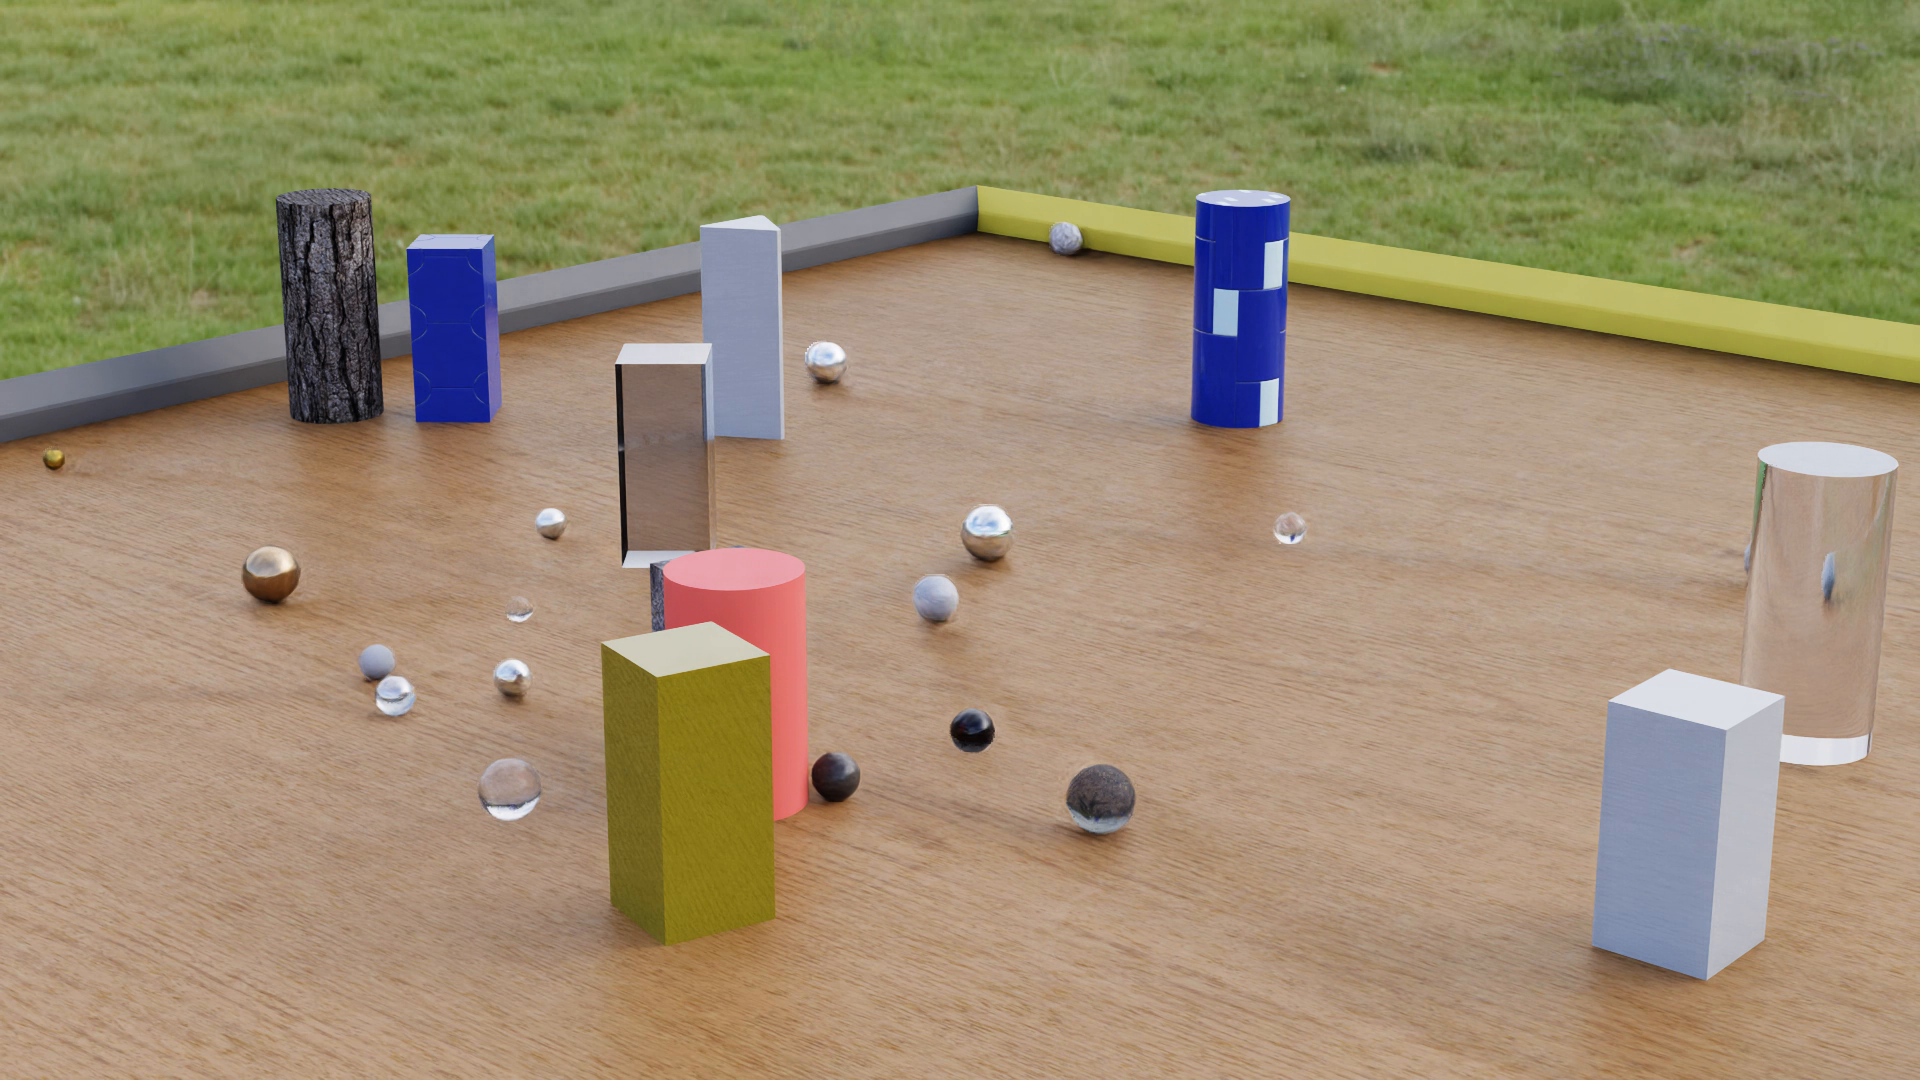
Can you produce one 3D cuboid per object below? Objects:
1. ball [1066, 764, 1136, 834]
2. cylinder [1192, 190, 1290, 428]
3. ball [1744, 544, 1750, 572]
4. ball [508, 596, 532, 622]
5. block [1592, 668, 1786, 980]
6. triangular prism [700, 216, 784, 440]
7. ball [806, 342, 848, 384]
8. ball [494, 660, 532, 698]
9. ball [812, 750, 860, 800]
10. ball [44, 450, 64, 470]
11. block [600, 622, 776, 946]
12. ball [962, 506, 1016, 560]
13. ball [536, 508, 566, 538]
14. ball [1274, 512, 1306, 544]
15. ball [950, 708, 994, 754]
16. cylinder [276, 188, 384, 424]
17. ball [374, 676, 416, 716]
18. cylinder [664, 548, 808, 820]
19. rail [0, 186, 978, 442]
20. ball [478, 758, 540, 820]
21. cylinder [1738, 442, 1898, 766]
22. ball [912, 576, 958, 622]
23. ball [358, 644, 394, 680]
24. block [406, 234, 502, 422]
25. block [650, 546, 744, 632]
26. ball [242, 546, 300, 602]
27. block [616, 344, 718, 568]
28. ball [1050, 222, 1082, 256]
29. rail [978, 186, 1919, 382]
[{"bbox_3d":[0.197,0.361,4.089,0.097,0.097,0.097,0,17,0],"label":"ball"},{"bbox_3d":[0.599,-0.495,6.274,0.200,0.477,0.200,0,17,0],"label":"cylinder"},{"bbox_3d":[1.431,0.036,5.183,0.089,0.089,0.089,0,17,0],"label":"ball"},{"bbox_3d":[-0.749,0.118,4.990,0.043,0.043,0.043,0,17,0],"label":"ball"},{"bbox_3d":[0.918,0.356,3.700,0.160,0.331,0.160,14,22,39],"label":"block"},{"bbox_3d":[-0.437,-0.451,6.183,0.173,0.445,0.150,4,17,13],"label":"triangular prism"},{"bbox_3d":[-0.301,-0.401,6.623,0.094,0.094,0.094,0,17,0],"label":"ball"},{"bbox_3d":[-0.705,0.218,4.627,0.060,0.060,0.060,0,17,0],"label":"ball"},{"bbox_3d":[-0.178,0.338,4.210,0.071,0.071,0.071,0,17,0],"label":"ball"},{"bbox_3d":[-1.830,-0.163,5.923,0.042,0.042,0.042,0,17,0],"label":"ball"},{"bbox_3d":[-0.350,0.312,3.789,0.160,0.363,0.160,-10,20,-31],"label":"block"},{"bbox_3d":[0.052,-0.013,5.326,0.100,0.100,0.100,0,17,0],"label":"ball"},{"bbox_3d":[-0.761,-0.031,5.461,0.057,0.057,0.057,0,17,0],"label":"ball"},{"bbox_3d":[0.610,-0.021,5.422,0.060,0.060,0.060,0,17,0],"label":"ball"},{"bbox_3d":[0.019,0.286,4.391,0.067,0.067,0.067,0,17,0],"label":"ball"},{"bbox_3d":[-1.354,-0.504,6.309,0.200,0.474,0.200,0,17,0],"label":"cylinder"},{"bbox_3d":[-0.876,0.241,4.545,0.063,0.063,0.063,0,17,0],"label":"ball"},{"bbox_3d":[-0.317,0.207,4.168,0.200,0.347,0.200,0,17,0],"label":"cylinder"},{"bbox_3d":[-1.640,-0.378,6.483,0.045,0.130,5.206,14,22,39],"label":"rail"},{"bbox_3d":[-0.636,0.351,4.136,0.089,0.089,0.089,0,17,0],"label":"ball"},{"bbox_3d":[1.277,0.093,4.378,0.200,0.443,0.200,0,17,0],"label":"cylinder"},{"bbox_3d":[-0.042,0.099,4.990,0.078,0.078,0.078,0,17,0],"label":"ball"},{"bbox_3d":[-0.937,0.196,4.708,0.057,0.057,0.057,0,17,0],"label":"ball"},{"bbox_3d":[-1.088,-0.457,6.318,0.160,0.378,0.160,0,17,1],"label":"block"},{"bbox_3d":[-0.353,0.171,4.410,0.160,0.275,0.160,-12,21,-35],"label":"block"},{"bbox_3d":[-1.196,0.058,5.091,0.099,0.099,0.099,0,17,0],"label":"ball"},{"bbox_3d":[-0.530,-0.154,5.312,0.160,0.377,0.160,0,17,0],"label":"block"},{"bbox_3d":[0.291,-0.825,8.039,0.091,0.091,0.091,0,17,0],"label":"ball"},{"bbox_3d":[1.691,-0.529,6.985,4.391,0.130,0.045,14,22,39],"label":"rail"}]
